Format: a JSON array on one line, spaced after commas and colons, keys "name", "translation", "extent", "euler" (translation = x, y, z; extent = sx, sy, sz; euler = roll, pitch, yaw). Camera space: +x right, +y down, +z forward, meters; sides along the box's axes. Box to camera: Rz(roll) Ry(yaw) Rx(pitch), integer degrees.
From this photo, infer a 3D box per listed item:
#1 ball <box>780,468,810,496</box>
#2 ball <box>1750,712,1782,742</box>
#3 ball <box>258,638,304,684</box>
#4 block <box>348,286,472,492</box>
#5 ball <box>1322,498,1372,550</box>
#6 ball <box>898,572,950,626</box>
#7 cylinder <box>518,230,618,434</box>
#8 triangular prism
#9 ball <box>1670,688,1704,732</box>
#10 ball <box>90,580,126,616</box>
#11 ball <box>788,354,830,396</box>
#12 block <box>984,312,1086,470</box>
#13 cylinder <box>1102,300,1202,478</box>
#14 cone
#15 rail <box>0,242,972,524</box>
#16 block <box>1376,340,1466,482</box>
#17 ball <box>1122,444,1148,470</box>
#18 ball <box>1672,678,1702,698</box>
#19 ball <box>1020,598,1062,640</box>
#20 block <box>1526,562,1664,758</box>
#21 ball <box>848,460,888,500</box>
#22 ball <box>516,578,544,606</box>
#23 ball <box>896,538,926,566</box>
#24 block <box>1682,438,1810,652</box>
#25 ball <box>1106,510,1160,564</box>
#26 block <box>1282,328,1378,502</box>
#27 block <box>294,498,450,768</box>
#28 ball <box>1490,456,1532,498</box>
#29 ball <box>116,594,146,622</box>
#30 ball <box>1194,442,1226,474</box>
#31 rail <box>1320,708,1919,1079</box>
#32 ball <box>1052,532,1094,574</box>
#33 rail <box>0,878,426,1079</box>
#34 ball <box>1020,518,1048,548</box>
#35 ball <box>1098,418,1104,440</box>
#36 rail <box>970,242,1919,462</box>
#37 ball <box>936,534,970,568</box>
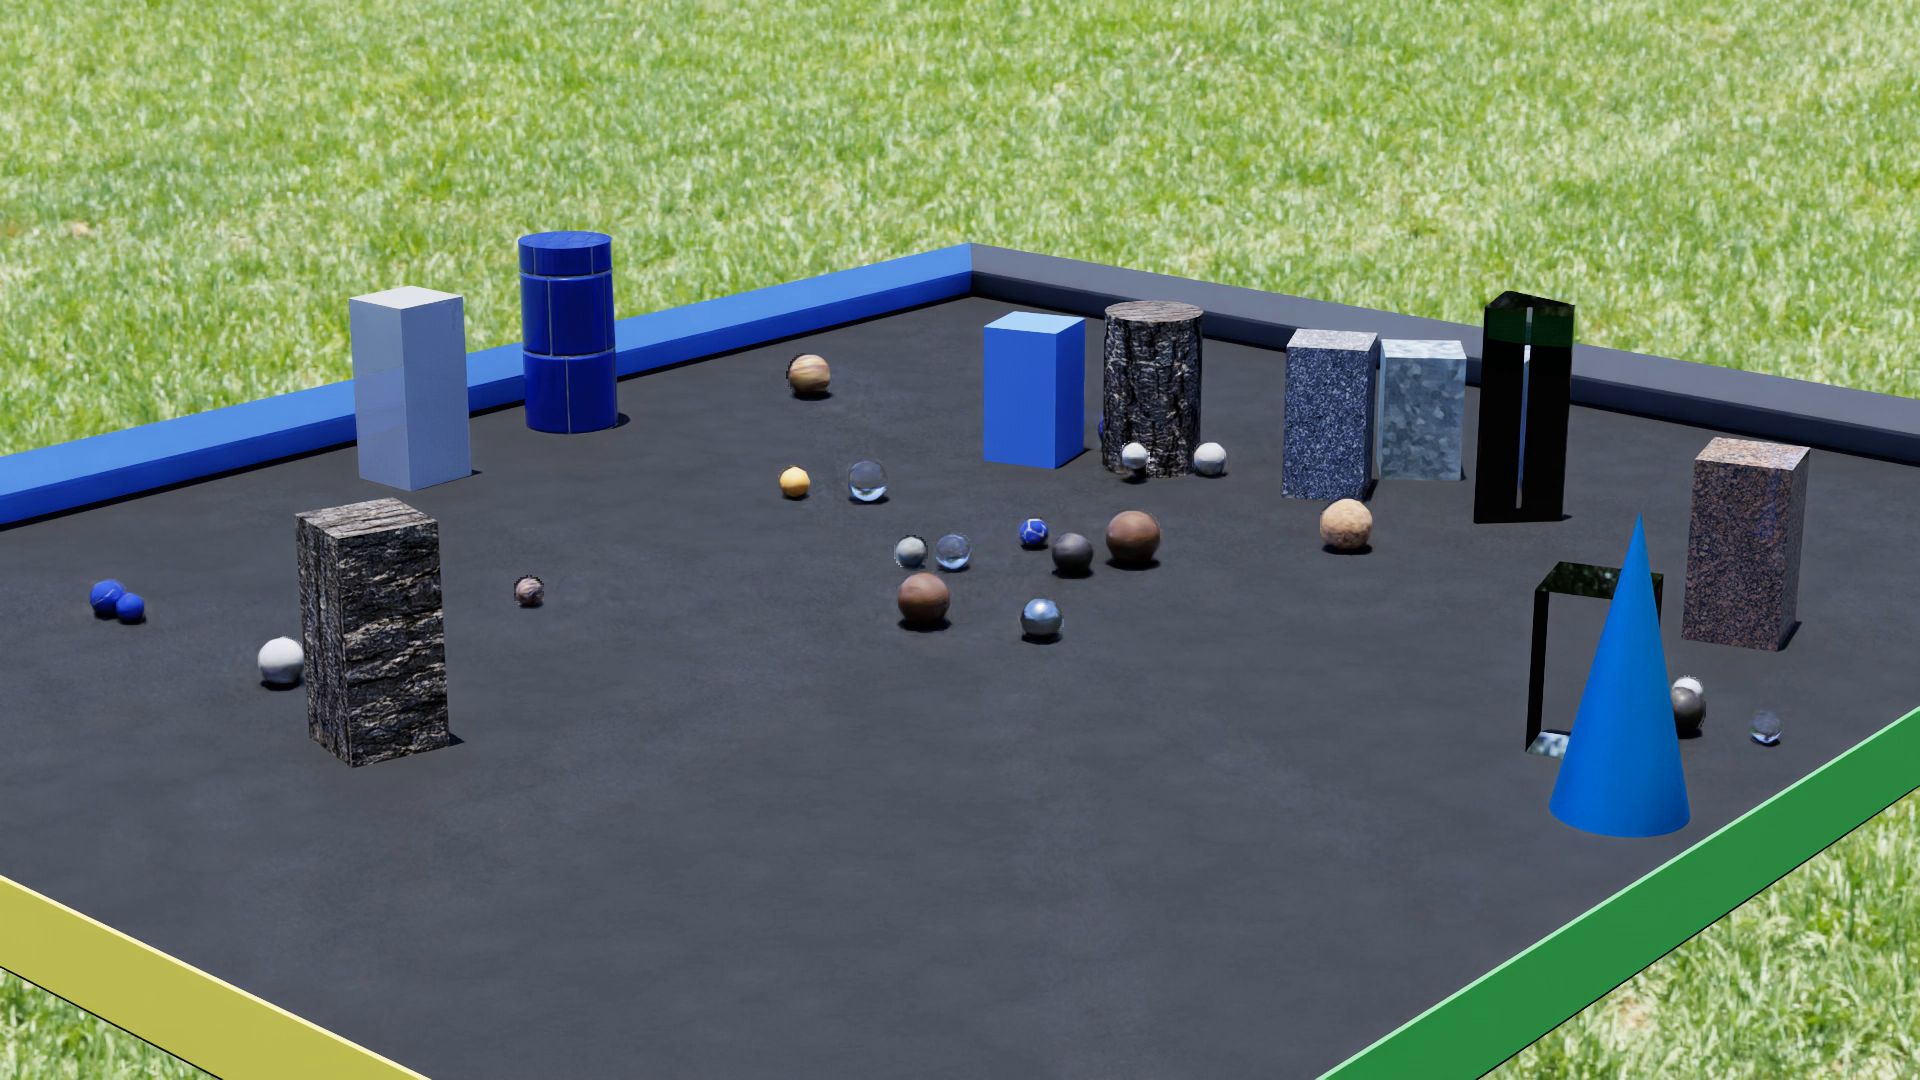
[{"name": "ball", "translation": [-0.322, -0.113, 5.726], "extent": [0.057, 0.057, 0.057], "euler": [0, 17, 0]}, {"name": "ball", "translation": [1.219, 0.284, 4.432], "extent": [0.045, 0.045, 0.045], "euler": [0, 17, 0]}, {"name": "ball", "translation": [-1.082, 0.193, 4.679], "extent": [0.075, 0.075, 0.075], "euler": [0, 17, 0]}, {"name": "block", "translation": [-1.090, -0.303, 5.821], "extent": [0.157, 0.366, 0.157], "euler": [14, 21, 38]}, {"name": "ball", "translation": [0.711, -0.029, 5.384], "extent": [0.094, 0.094, 0.094], "euler": [0, 17, 0]}, {"name": "ball", "translation": [-0.062, 0.100, 4.964], "extent": [0.090, 0.090, 0.090], "euler": [0, 17, 0]}, {"name": "cylinder", "translation": [-0.831, -0.441, 6.225], "extent": [0.197, 0.398, 0.197], "euler": [0, 17, 0]}, {"name": "triangular prism", "translation": [1.052, -0.255, 5.574], "extent": [0.170, 0.417, 0.148], "euler": [-2, 17, -6]}, {"name": "ball", "translation": [1.099, 0.259, 4.471], "extent": [0.069, 0.069, 0.069], "euler": [0, 17, 0]}, {"name": "ball", "translation": [-1.458, 0.099, 5.017], "extent": [0.061, 0.061, 0.061], "euler": [0, 17, 0]}, {"name": "ball", "translation": [-0.333, -0.365, 6.500], "extent": [0.093, 0.093, 0.093], "euler": [0, 17, 0]}, {"name": "block", "translation": [0.152, -0.307, 5.985], "extent": [0.157, 0.280, 0.157], "euler": [7, 18, 23]}, {"name": "cylinder", "translation": [0.388, -0.304, 5.906], "extent": [0.197, 0.320, 0.197], "euler": [0, 17, 0]}, {"name": "cone", "translation": [0.938, 0.172, 4.108], "extent": [0.197, 0.446, 0.197], "euler": [0, 17, 0]}, {"name": "rail", "translation": [-1.231, -0.276, 6.143], "extent": [0.045, 0.128, 3.888], "euler": [14, 22, 39]}, {"name": "block", "translation": [0.924, -0.261, 5.885], "extent": [0.157, 0.250, 0.157], "euler": [1, 17, 4]}, {"name": "ball", "translation": [0.347, -0.166, 5.826], "extent": [0.052, 0.052, 0.052], "euler": [0, 17, 0]}, {"name": "ball", "translation": [1.136, 0.238, 4.581], "extent": [0.046, 0.046, 0.046], "euler": [0, 17, 0]}, {"name": "ball", "translation": [0.136, 0.131, 4.896], "extent": [0.069, 0.069, 0.069], "euler": [0, 17, 0]}, {"name": "block", "translation": [0.951, 0.185, 4.394], "extent": [0.157, 0.256, 0.157], "euler": [7, 18, 23]}, {"name": "ball", "translation": [-0.179, -0.116, 5.698], "extent": [0.079, 0.079, 0.079], "euler": [0, 17, 0]}, {"name": "ball", "translation": [-0.745, 0.089, 5.072], "extent": [0.048, 0.048, 0.048], "euler": [0, 17, 0]}, {"name": "ball", "translation": [-0.088, 0.022, 5.286], "extent": [0.053, 0.053, 0.053], "euler": [0, 17, 0]}, {"name": "block", "translation": [1.311, 0.006, 4.893], "extent": [0.157, 0.311, 0.157], "euler": [8, 18, 24]}, {"name": "ball", "translation": [0.312, -0.005, 5.297], "extent": [0.098, 0.098, 0.098], "euler": [0, 17, 0]}, {"name": "block", "translation": [0.723, -0.244, 5.737], "extent": [0.157, 0.303, 0.157], "euler": [4, 17, 13]}, {"name": "block", "translation": [-0.879, 0.136, 4.386], "extent": [0.157, 0.354, 0.157], "euler": [-11, 20, -33]}, {"name": "ball", "translation": [1.076, -0.123, 5.722], "extent": [0.079, 0.079, 0.079], "euler": [0, 17, 0]}, {"name": "ball", "translation": [-1.411, 0.115, 4.986], "extent": [0.048, 0.048, 0.048], "euler": [0, 17, 0]}, {"name": "ball", "translation": [0.502, -0.163, 5.879], "extent": [0.066, 0.066, 0.066], "euler": [0, 17, 0]}, {"name": "rail", "translation": [1.231, 0.340, 4.097], "extent": [0.045, 0.128, 3.888], "euler": [14, 22, 39]}, {"name": "ball", "translation": [0.201, 0.024, 5.242], "extent": [0.075, 0.075, 0.075], "euler": [0, 17, 0]}, {"name": "rail", "translation": [-1.259, 0.451, 3.731], "extent": [3.307, 0.128, 0.045], "euler": [14, 22, 39]}, {"name": "ball", "translation": [0.136, -0.013, 5.401], "extent": [0.054, 0.054, 0.054], "euler": [0, 17, 0]}, {"name": "ball", "translation": [0.326, -0.227, 6.065], "extent": [0.080, 0.080, 0.080], "euler": [0, 17, 0]}, {"name": "rail", "translation": [1.259, -0.386, 6.508], "extent": [3.307, 0.128, 0.045], "euler": [14, 22, 39]}, {"name": "ball", "translation": [-0.013, 0.020, 5.276], "extent": [0.063, 0.063, 0.063], "euler": [0, 17, 0]}]
